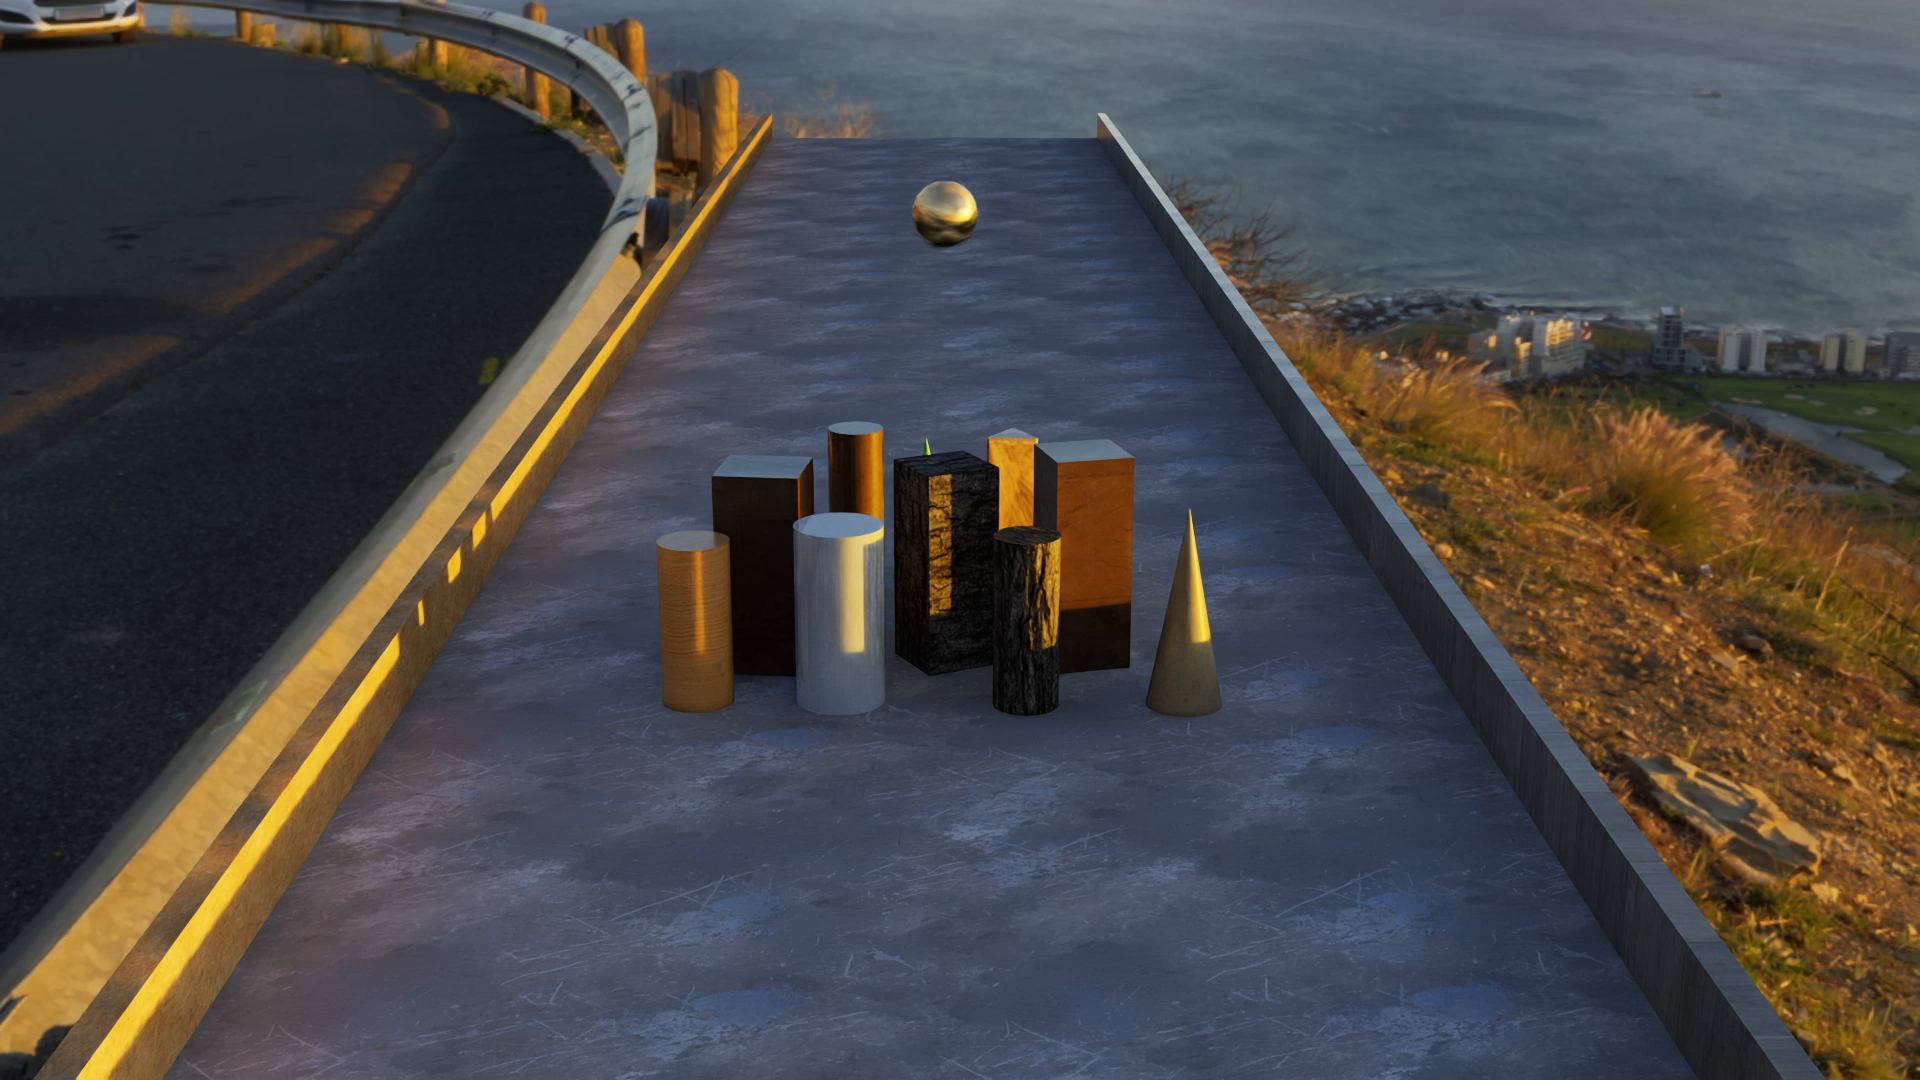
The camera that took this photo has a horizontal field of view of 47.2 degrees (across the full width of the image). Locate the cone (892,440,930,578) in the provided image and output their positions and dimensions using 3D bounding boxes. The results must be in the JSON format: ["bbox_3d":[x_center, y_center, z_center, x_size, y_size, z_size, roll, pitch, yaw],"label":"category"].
[{"bbox_3d":[-0.074,-0.072,4.897,0.154,0.325,0.154,0,17,0],"label":"cone"}]

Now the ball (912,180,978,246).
[{"bbox_3d":[-0.064,-1.403,9.450,0.282,0.282,0.282,0,17,0],"label":"ball"}]

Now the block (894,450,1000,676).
[{"bbox_3d":[-0.027,0.044,4.367,0.154,0.405,0.154,-9,19,-27],"label":"block"}]

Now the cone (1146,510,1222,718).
[{"bbox_3d":[0.425,0.125,4.126,0.145,0.388,0.145,0,17,0],"label":"cone"}]

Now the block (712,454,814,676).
[{"bbox_3d":[-0.385,0.049,4.353,0.168,0.403,0.168,2,17,6],"label":"block"}]

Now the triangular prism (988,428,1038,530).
[{"bbox_3d":[0.112,-0.038,4.671,0.103,0.389,0.090,1,17,3],"label":"triangular prism"}]

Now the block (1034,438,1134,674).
[{"bbox_3d":[0.242,0.031,4.366,0.156,0.431,0.156,-4,17,-14],"label":"block"}]

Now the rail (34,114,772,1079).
[{"bbox_3d":[-1.118,-0.838,7.780,0.050,0.150,12.000,0,17,-1],"label":"rail"}]

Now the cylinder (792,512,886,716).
[{"bbox_3d":[-0.227,0.138,4.154,0.170,0.347,0.170,0,17,0],"label":"cylinder"}]

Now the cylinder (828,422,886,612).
[{"bbox_3d":[-0.218,-0.040,4.649,0.116,0.405,0.116,0,17,0],"label":"cylinder"}]

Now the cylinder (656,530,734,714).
[{"bbox_3d":[-0.498,0.154,4.152,0.137,0.318,0.137,0,17,0],"label":"cylinder"}]

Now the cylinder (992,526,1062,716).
[{"bbox_3d":[0.125,0.151,4.132,0.126,0.334,0.126,0,17,0],"label":"cylinder"}]

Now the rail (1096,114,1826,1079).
[{"bbox_3d":[0.932,-0.844,7.801,0.050,0.150,12.000,0,17,-1],"label":"rail"}]
